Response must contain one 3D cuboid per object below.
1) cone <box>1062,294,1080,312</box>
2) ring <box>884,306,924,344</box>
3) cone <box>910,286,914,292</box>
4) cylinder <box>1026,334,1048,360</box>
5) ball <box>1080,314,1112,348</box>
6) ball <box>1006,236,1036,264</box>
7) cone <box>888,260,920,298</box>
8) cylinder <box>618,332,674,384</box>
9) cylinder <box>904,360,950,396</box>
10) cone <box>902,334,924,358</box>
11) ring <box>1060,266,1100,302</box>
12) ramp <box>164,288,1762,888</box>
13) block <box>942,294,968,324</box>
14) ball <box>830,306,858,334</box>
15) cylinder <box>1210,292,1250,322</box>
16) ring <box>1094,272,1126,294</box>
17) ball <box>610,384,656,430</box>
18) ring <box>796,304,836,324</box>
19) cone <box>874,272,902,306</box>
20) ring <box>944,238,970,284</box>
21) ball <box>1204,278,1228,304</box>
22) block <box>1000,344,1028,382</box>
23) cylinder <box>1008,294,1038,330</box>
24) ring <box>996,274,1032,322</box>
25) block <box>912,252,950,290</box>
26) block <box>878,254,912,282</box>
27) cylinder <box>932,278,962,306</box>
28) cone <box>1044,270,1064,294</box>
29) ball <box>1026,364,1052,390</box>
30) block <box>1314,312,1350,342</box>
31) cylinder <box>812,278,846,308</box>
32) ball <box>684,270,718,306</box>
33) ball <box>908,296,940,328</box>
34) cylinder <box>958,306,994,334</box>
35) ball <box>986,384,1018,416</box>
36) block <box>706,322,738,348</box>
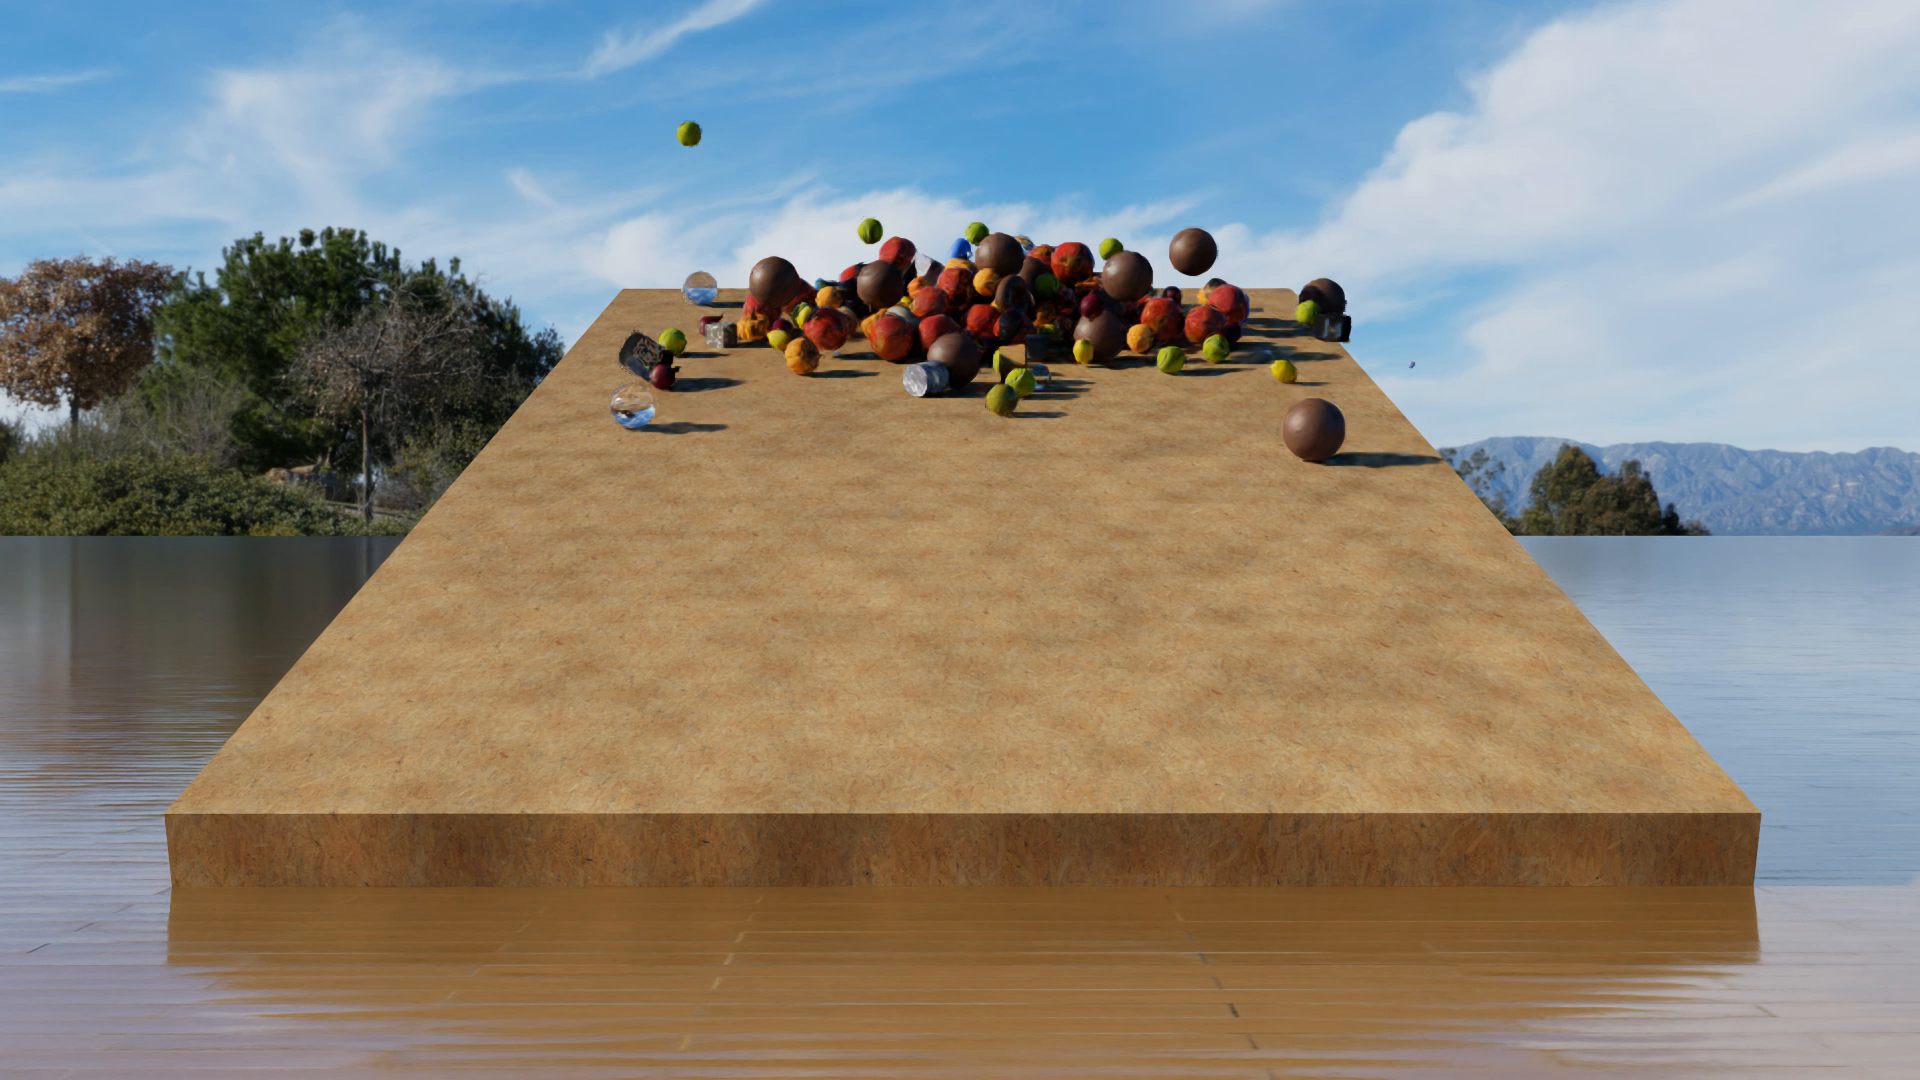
[{"bbox_3d":[0.320,-0.671,6.197,0.054,0.054,0.054,0,2,-16],"label":"cone"},{"bbox_3d":[-0.143,-0.547,5.657,0.120,0.120,0.040,0,39,50],"label":"ring"},{"bbox_3d":[-0.156,-0.757,6.567,0.065,0.065,0.065,40,19,25],"label":"cone"},{"bbox_3d":[0.191,-0.486,5.535,0.053,0.053,0.053,-4,17,1],"label":"cylinder"},{"bbox_3d":[0.352,-0.541,5.710,0.085,0.085,0.085,0,0,0],"label":"ball"},{"bbox_3d":[0.173,-0.829,6.298,0.083,0.083,0.083,0,0,0],"label":"ball"},{"bbox_3d":[-0.139,-0.734,6.090,0.093,0.093,0.093,17,32,-11],"label":"cone"},{"bbox_3d":[-0.748,-0.433,5.257,0.091,0.091,0.091,31,11,18],"label":"cylinder"},{"bbox_3d":[-0.078,-0.378,5.149,0.077,0.077,0.077,0,12,43],"label":"cylinder"},{"bbox_3d":[-0.109,-0.484,5.614,0.061,0.061,0.061,0,-12,21],"label":"cone"},{"bbox_3d":[0.331,-0.706,6.075,0.108,0.108,0.036,0,39,10],"label":"ring"},{"bbox_3d":[-0.002,-0.157,4.698,2.000,0.100,4.000,0,16,0],"label":"ramp"},{"bbox_3d":[-0.010,-0.624,5.946,0.058,0.058,0.058,-28,11,-5],"label":"block"},{"bbox_3d":[-0.310,-0.584,5.877,0.074,0.074,0.074,0,0,0],"label":"ball"},{"bbox_3d":[0.745,-0.643,6.077,0.080,0.080,0.080,10,5,31],"label":"cylinder"},{"bbox_3d":[0.389,-0.720,6.171,0.148,0.049,0.148,-2,15,1],"label":"ring"},{"bbox_3d":[-0.712,-0.292,4.802,0.100,0.100,0.100,0,0,0],"label":"ball"},{"bbox_3d":[-0.395,-0.622,6.078,0.116,0.039,0.116,0,17,0],"label":"ring"},{"bbox_3d":[-0.212,-0.737,6.330,0.090,0.090,0.090,-5,43,5],"label":"cone"},{"bbox_3d":[-0.008,-0.840,6.657,0.048,0.145,0.145,17,4,11],"label":"ring"},{"bbox_3d":[0.694,-0.676,5.977,0.067,0.067,0.067,0,0,0],"label":"ball"},{"bbox_3d":[0.128,-0.421,5.270,0.062,0.062,0.062,-2,-38,7],"label":"block"},{"bbox_3d":[0.160,-0.614,5.862,0.085,0.085,0.085,0,-14,7],"label":"cylinder"},{"bbox_3d":[0.137,-0.622,5.669,0.041,0.122,0.122,0,0,41],"label":"ring"},{"bbox_3d":[-0.091,-0.758,6.258,0.078,0.078,0.078,19,11,-46],"label":"block"},{"bbox_3d":[-0.189,-0.782,6.488,0.086,0.086,0.086,2,-37,8],"label":"block"},{"bbox_3d":[-0.037,-0.677,6.023,0.065,0.065,0.065,0,19,18],"label":"cylinder"},{"bbox_3d":[0.274,-0.748,6.528,0.079,0.079,0.079,-29,-18,35],"label":"cone"},{"bbox_3d":[0.186,-0.383,5.197,0.060,0.060,0.060,0,0,0],"label":"ball"},{"bbox_3d":[0.982,-0.560,5.811,0.066,0.066,0.066,-6,17,-21],"label":"block"},{"bbox_3d":[-0.365,-0.687,6.158,0.077,0.077,0.077,6,-2,-17],"label":"cylinder"},{"bbox_3d":[-0.742,-0.722,6.317,0.097,0.097,0.097,0,0,0],"label":"ball"},{"bbox_3d":[-0.098,-0.619,5.981,0.084,0.084,0.084,0,0,0],"label":"ball"},{"bbox_3d":[0.041,-0.579,5.814,0.070,0.070,0.070,0,10,-32],"label":"cylinder"},{"bbox_3d":[0.095,-0.314,4.936,0.072,0.072,0.072,0,0,0],"label":"ball"},{"bbox_3d":[-0.619,-0.532,5.722,0.058,0.058,0.058,10,19,31],"label":"block"}]
